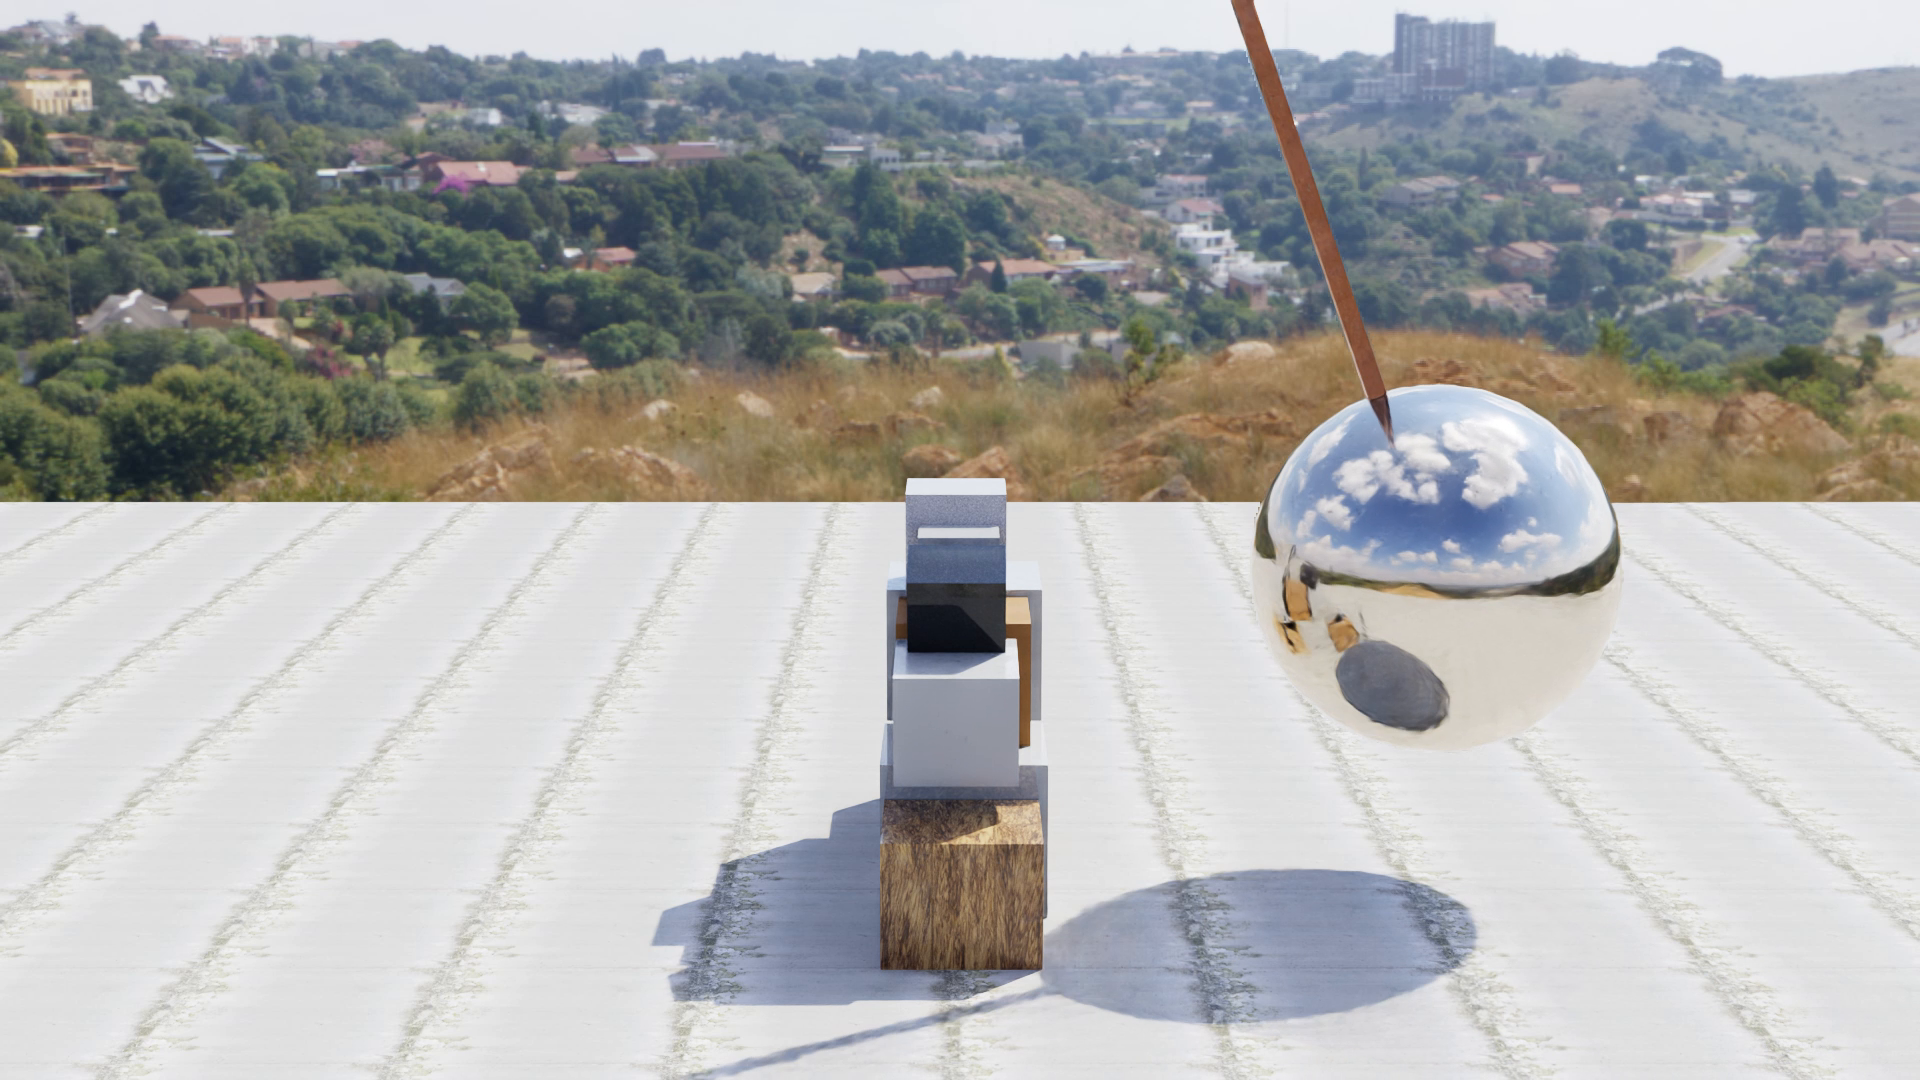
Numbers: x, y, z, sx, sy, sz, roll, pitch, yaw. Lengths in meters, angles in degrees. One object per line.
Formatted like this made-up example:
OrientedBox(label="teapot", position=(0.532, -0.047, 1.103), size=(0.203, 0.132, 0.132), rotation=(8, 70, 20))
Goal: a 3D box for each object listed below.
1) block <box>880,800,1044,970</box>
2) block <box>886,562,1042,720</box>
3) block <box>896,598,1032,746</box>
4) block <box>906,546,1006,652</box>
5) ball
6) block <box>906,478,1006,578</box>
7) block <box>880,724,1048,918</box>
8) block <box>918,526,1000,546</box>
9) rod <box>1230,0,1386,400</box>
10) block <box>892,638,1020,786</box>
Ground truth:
OrientedBox(label="block", position=(0.007, 1.395, 10.444), size=(0.644, 0.518, 0.624), rotation=(0, 10, 0))
OrientedBox(label="block", position=(0.019, 0.457, 11.848), size=(0.696, 0.602, 0.683), rotation=(0, 10, 0))
OrientedBox(label="block", position=(0.015, 0.569, 11.222), size=(0.575, 0.535, 0.569), rotation=(0, 10, 0))
OrientedBox(label="block", position=(-0.013, 0.245, 10.755), size=(0.408, 0.323, 0.353), rotation=(0, 26, 0))
OrientedBox(label="ball", position=(2.074, 0.119, 11.202), size=(1.600, 1.600, 1.600), rotation=(0, 10, 0))
OrientedBox(label="block", position=(-0.017, -0.019, 11.525), size=(0.444, 0.450, 0.454), rotation=(0, 10, 0))
OrientedBox(label="block", position=(0.017, 1.203, 11.092), size=(0.702, 0.665, 0.699), rotation=(0, 10, 0))
OrientedBox(label="block", position=(-0.005, 0.133, 11.153), size=(0.350, 0.347, 0.312), rotation=(0, 10, 0))
OrientedBox(label="rod", position=(0.899, -3.020, 10.631), size=(0.080, 5.200, 0.080), rotation=(-20, 10, 4))
OrientedBox(label="block", position=(-0.016, 0.711, 10.647), size=(0.509, 0.461, 0.562), rotation=(0, 14, 0))
